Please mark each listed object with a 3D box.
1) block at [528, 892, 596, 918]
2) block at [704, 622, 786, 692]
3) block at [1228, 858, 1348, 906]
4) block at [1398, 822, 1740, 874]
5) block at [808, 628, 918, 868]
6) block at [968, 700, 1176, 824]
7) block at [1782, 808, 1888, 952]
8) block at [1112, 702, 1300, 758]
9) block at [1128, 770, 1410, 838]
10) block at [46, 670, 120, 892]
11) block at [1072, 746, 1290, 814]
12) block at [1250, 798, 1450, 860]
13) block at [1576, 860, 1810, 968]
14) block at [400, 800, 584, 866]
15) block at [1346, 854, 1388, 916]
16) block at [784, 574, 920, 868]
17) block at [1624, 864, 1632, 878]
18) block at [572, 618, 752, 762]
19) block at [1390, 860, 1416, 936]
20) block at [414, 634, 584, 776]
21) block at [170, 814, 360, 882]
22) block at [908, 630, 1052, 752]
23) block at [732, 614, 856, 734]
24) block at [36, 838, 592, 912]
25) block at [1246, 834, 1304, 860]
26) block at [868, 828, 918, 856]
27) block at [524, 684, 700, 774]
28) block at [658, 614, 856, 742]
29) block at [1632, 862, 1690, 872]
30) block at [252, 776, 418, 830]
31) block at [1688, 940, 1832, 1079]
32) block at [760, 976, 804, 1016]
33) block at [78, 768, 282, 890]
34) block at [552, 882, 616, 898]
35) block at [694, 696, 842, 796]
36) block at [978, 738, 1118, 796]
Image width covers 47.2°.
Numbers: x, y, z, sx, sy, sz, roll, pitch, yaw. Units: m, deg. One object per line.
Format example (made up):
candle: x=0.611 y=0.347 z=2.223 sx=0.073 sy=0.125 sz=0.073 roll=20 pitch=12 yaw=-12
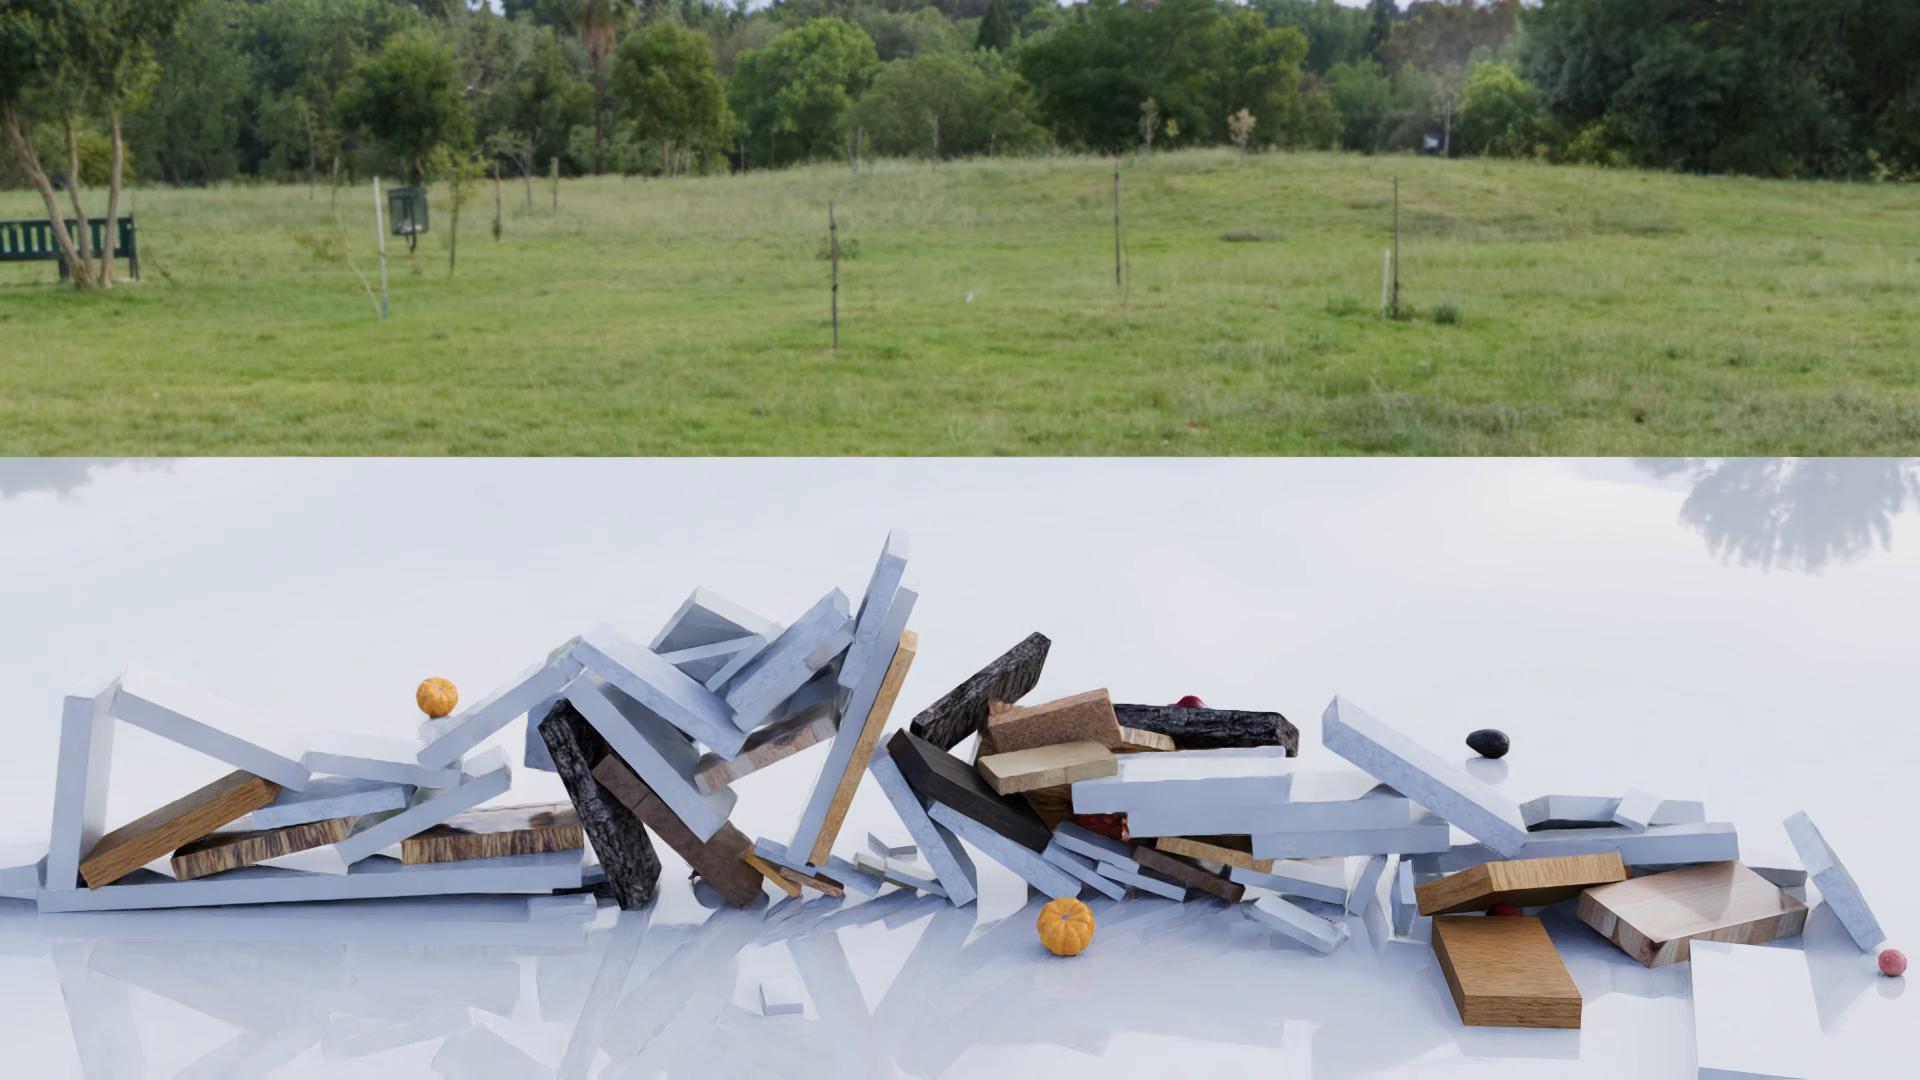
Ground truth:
block: x=-0.650 y=0.596 z=3.593 sx=0.106 sy=0.015 sz=0.053 roll=-3 pitch=11 yaw=-16
block: x=-0.350 y=0.191 z=3.577 sx=0.140 sy=0.020 sz=0.070 roll=-40 pitch=-1 yaw=24
block: x=0.544 y=0.559 z=3.661 sx=0.193 sy=0.027 sz=0.096 roll=12 pitch=11 yaw=3
block: x=1.010 y=0.513 z=3.660 sx=0.535 sy=0.045 sz=0.158 roll=-5 pitch=-2 yaw=17
block: x=-0.160 y=0.341 z=3.619 sx=0.029 sy=0.402 sz=0.104 roll=22 pitch=14 yaw=-4
block: x=0.188 y=0.390 z=3.818 sx=0.334 sy=0.167 sz=0.047 roll=12 pitch=27 yaw=-10
block: x=1.403 y=0.544 z=3.536 sx=0.041 sy=0.144 sz=0.288 roll=-36 pitch=1 yaw=16
block: x=0.418 y=0.336 z=3.897 sx=0.334 sy=0.047 sz=0.167 roll=2 pitch=-15 yaw=22
block: x=0.510 y=0.435 z=3.647 sx=0.452 sy=0.050 sz=0.175 roll=-3 pitch=10 yaw=9
block: x=-1.436 y=0.393 z=3.604 sx=0.046 sy=0.324 sz=0.162 roll=8 pitch=9 yaw=-8
block: x=0.366 y=0.397 z=3.643 sx=0.351 sy=0.050 sz=0.175 roll=-4 pitch=10 yaw=7
block: x=0.639 y=0.476 z=3.633 sx=0.315 sy=0.045 sz=0.157 roll=-3 pitch=10 yaw=6
block: x=1.157 y=0.586 z=3.471 sx=0.327 sy=0.046 sz=0.163 roll=-5 pitch=24 yaw=-27
block: x=-0.787 y=0.492 z=3.717 sx=0.296 sy=0.042 sz=0.148 roll=-4 pitch=11 yaw=-10
block: x=0.680 y=0.543 z=3.645 sx=0.028 sy=0.097 sz=0.194 roll=24 pitch=15 yaw=9
block: x=-0.178 y=0.297 z=3.639 sx=0.034 sy=0.498 sz=0.122 roll=22 pitch=8 yaw=-4
block: x=1.072 y=0.544 z=3.679 sx=0.091 sy=0.026 sz=0.182 roll=-5 pitch=-2 yaw=14
block: x=-0.478 y=0.243 z=3.571 sx=0.306 sy=0.035 sz=0.123 roll=34 pitch=15 yaw=-3
block: x=0.688 y=0.559 z=3.420 sx=0.020 sy=0.070 sz=0.139 roll=-2 pitch=-31 yaw=4
block: x=-0.741 y=0.267 z=3.586 sx=0.296 sy=0.042 sz=0.148 roll=-34 pitch=9 yaw=8
block: x=-1.149 y=0.489 z=3.652 sx=0.283 sy=0.040 sz=0.141 roll=-14 pitch=13 yaw=-2
block: x=0.029 y=0.279 z=3.791 sx=0.033 sy=0.118 sz=0.336 roll=37 pitch=45 yaw=22
block: x=-0.270 y=0.210 z=3.583 sx=0.236 sy=0.033 sz=0.118 roll=-41 pitch=11 yaw=8
block: x=-1.063 y=0.556 z=3.657 sx=0.881 sy=0.040 sz=0.141 roll=-2 pitch=11 yaw=-2
block: x=0.547 y=0.513 z=3.973 sx=0.144 sy=0.041 sz=0.288 roll=-6 pitch=13 yaw=-29
block: x=-0.120 y=0.537 z=3.913 sx=0.053 sy=0.015 sz=0.106 roll=-4 pitch=11 yaw=-23
block: x=-0.602 y=0.345 z=3.818 sx=0.302 sy=0.151 sz=0.043 roll=10 pitch=17 yaw=9
block: x=-0.319 y=0.233 z=3.712 sx=0.373 sy=0.151 sz=0.043 roll=-12 pitch=27 yaw=-4
block: x=1.131 y=0.529 z=3.810 sx=0.336 sy=0.028 sz=0.097 roll=10 pitch=13 yaw=14
block: x=-1.029 y=0.424 z=3.637 sx=0.246 sy=0.035 sz=0.123 roll=-9 pitch=13 yaw=0
block: x=1.114 y=0.674 z=3.087 sx=0.163 sy=0.046 sz=0.483 roll=3 pitch=11 yaw=17
block: x=-0.262 y=0.666 z=3.218 sx=0.053 sy=0.015 sz=0.106 roll=-2 pitch=11 yaw=-11
block: x=-1.277 y=0.461 z=3.631 sx=0.324 sy=0.046 sz=0.162 roll=-26 pitch=12 yaw=-1
block: x=-0.625 y=0.582 z=3.670 sx=0.106 sy=0.015 sz=0.053 roll=-1 pitch=11 yaw=-6
block: x=-0.313 y=0.336 z=3.600 sx=0.243 sy=0.034 sz=0.122 roll=-25 pitch=10 yaw=5
block: x=0.145 y=0.373 z=3.625 sx=0.208 sy=0.029 sz=0.104 roll=-8 pitch=16 yaw=-17
